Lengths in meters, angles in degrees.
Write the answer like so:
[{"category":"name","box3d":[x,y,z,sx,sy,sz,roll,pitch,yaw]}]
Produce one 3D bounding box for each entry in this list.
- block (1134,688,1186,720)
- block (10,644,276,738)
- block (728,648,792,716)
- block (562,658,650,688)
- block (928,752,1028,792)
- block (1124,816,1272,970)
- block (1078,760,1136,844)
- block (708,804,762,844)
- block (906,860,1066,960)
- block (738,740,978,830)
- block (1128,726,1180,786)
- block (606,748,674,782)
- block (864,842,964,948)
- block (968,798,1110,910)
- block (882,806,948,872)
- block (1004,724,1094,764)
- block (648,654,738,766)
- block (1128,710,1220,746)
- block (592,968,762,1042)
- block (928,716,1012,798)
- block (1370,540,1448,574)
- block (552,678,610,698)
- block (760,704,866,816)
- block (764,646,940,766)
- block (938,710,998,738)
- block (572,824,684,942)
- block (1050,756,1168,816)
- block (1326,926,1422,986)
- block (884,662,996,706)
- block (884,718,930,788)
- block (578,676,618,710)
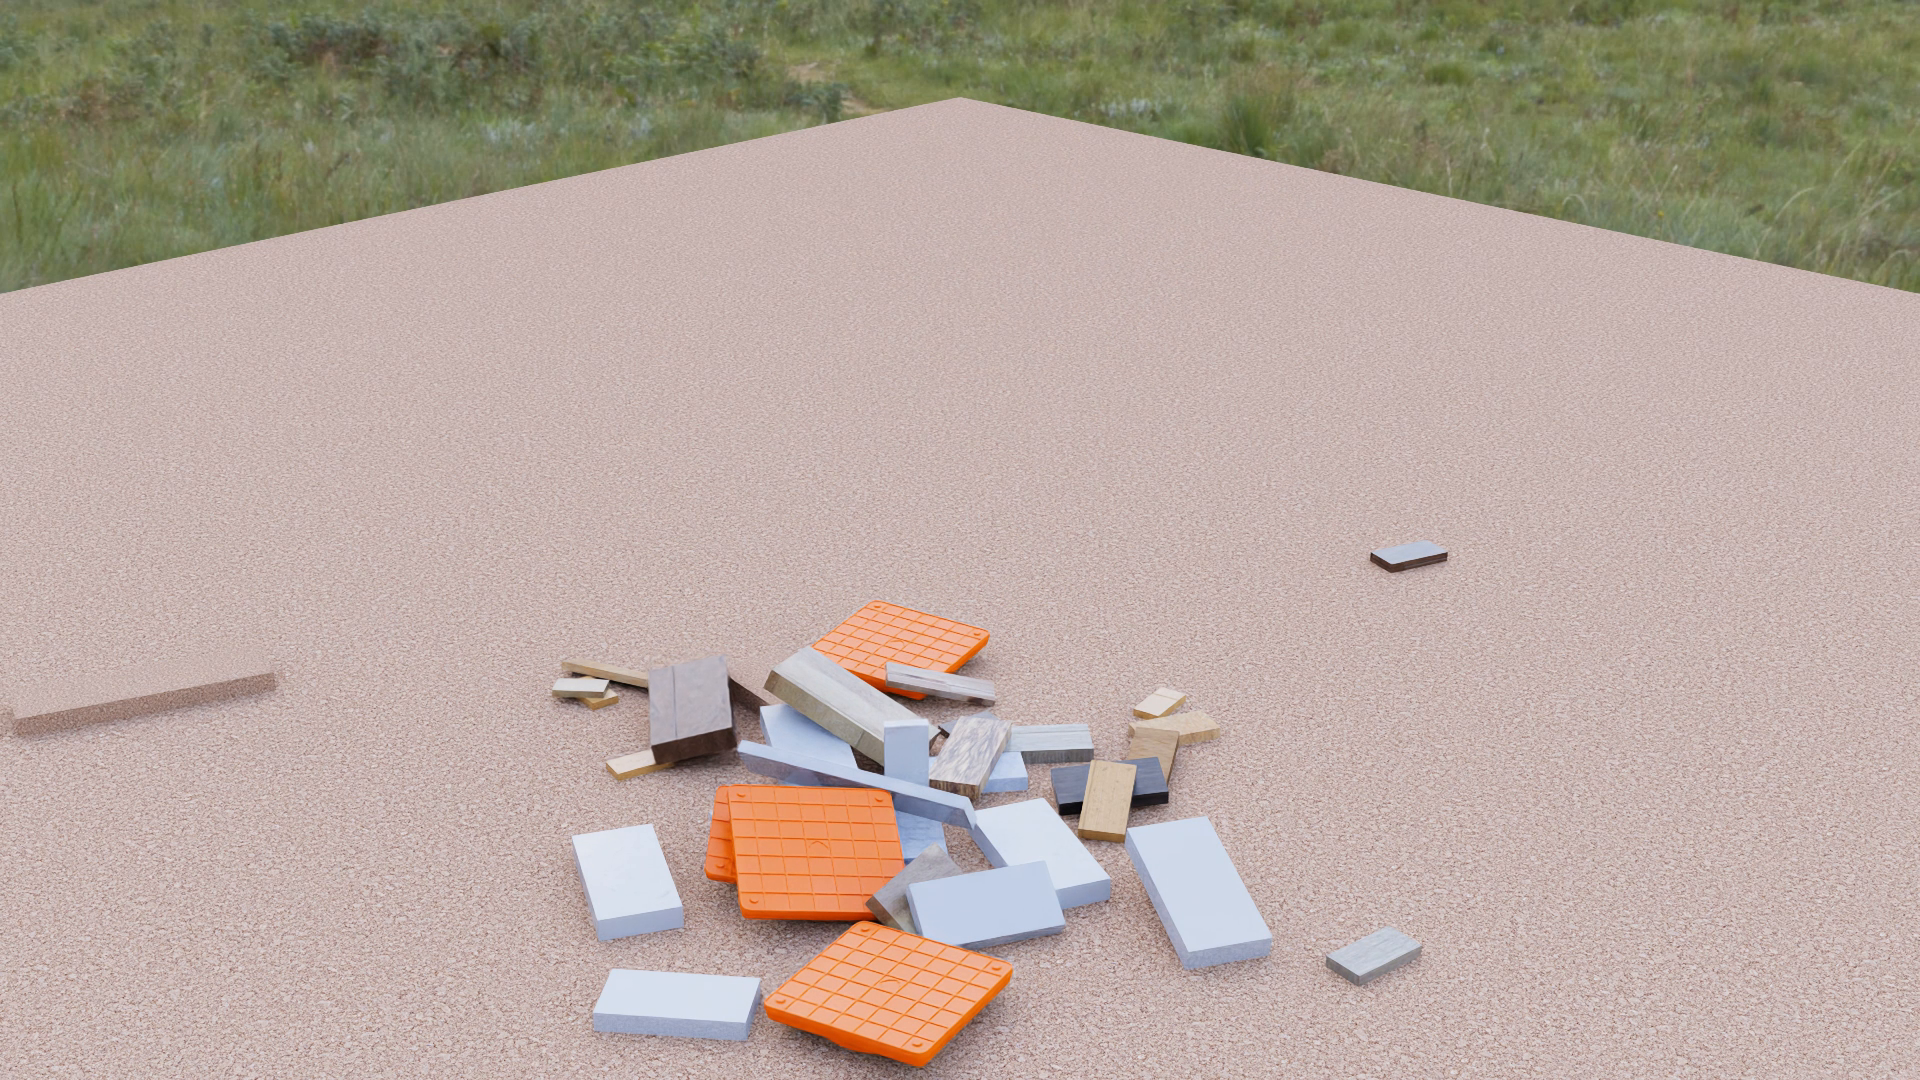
[{"category":"block","box3d":[0.443,0.366,4.876,0.063,0.018,0.126,15,27,31]},{"category":"block","box3d":[-1.823,0.335,4.915,0.543,0.045,0.158,-10,25,-23]},{"category":"block","box3d":[-0.373,0.346,4.883,0.173,0.049,0.346,-17,28,-34]},{"category":"block","box3d":[-0.777,0.305,4.997,0.260,0.018,0.064,10,8,23]},{"category":"block","box3d":[0.024,0.486,4.575,0.221,0.031,0.110,-3,23,-6]},{"category":"block","box3d":[0.438,0.650,4.076,0.163,0.046,0.326,-7,37,-15]},{"category":"block","box3d":[0.297,0.524,4.414,0.093,0.026,0.185,6,43,9]},{"category":"block","box3d":[-0.449,0.568,4.400,0.058,0.016,0.116,-15,27,-31]},{"category":"block","box3d":[0.047,0.677,4.034,0.266,0.038,0.133,-8,57,-17]},{"category":"block","box3d":[-0.207,0.486,4.377,0.498,0.093,0.026,12,60,21]},{"category":"block","box3d":[0.400,0.460,4.608,0.093,0.026,0.185,5,32,12]},{"category":"block","box3d":[-0.673,0.471,4.629,0.128,0.018,0.064,-14,27,-29]},{"category":"block","box3d":[-0.074,0.658,4.090,0.110,0.031,0.220,47,37,7]},{"category":"block","box3d":[0.150,0.610,4.263,0.163,0.046,0.326,-8,24,-19]},{"category":"block","box3d":[-0.090,0.583,4.346,0.110,0.031,0.220,-3,23,-6]},{"category":"block","box3d":[0.167,0.436,4.692,0.224,0.032,0.112,-2,23,-4]},{"category":"block","box3d":[-0.580,0.363,4.754,0.173,0.049,0.346,-13,24,-3]},{"category":"block","box3d":[0.464,0.412,4.756,0.177,0.025,0.089,-8,24,-19]},{"category":"block","box3d":[-0.489,0.805,3.814,0.265,0.038,0.133,2,23,6]},{"category":"block","box3d":[0.019,0.450,4.578,0.112,0.032,0.281,6,24,14]},{"category":"block","box3d":[1.150,0.042,5.630,0.177,0.025,0.089,-11,25,-24]},{"category":"block","box3d":[-0.847,0.331,4.913,0.116,0.016,0.058,2,23,4]},{"category":"block","box3d":[-0.309,0.448,4.579,0.158,0.045,0.315,-6,34,-14]},{"category":"block","box3d":[-0.228,0.359,4.657,0.346,0.049,0.173,32,24,12]},{"category":"block","box3d":[0.023,0.407,4.779,0.126,0.018,0.063,-14,27,-30]},{"category":"block","box3d":[-0.634,0.647,4.180,0.158,0.045,0.315,-7,24,-16]},{"category":"block","box3d":[0.305,0.502,4.492,0.224,0.032,0.112,-6,34,-4]},{"category":"block","box3d":[0.746,0.750,3.965,0.162,0.023,0.081,-16,28,-34]},{"category":"block","box3d":[-0.044,0.320,4.876,0.249,0.018,0.063,12,36,-15]},{"category":"block","box3d":[-0.108,0.457,4.426,0.089,0.201,0.025,-3,23,-6]},{"category":"block","box3d":[-0.826,0.342,4.931,0.064,0.018,0.128,-17,28,-34]}]
